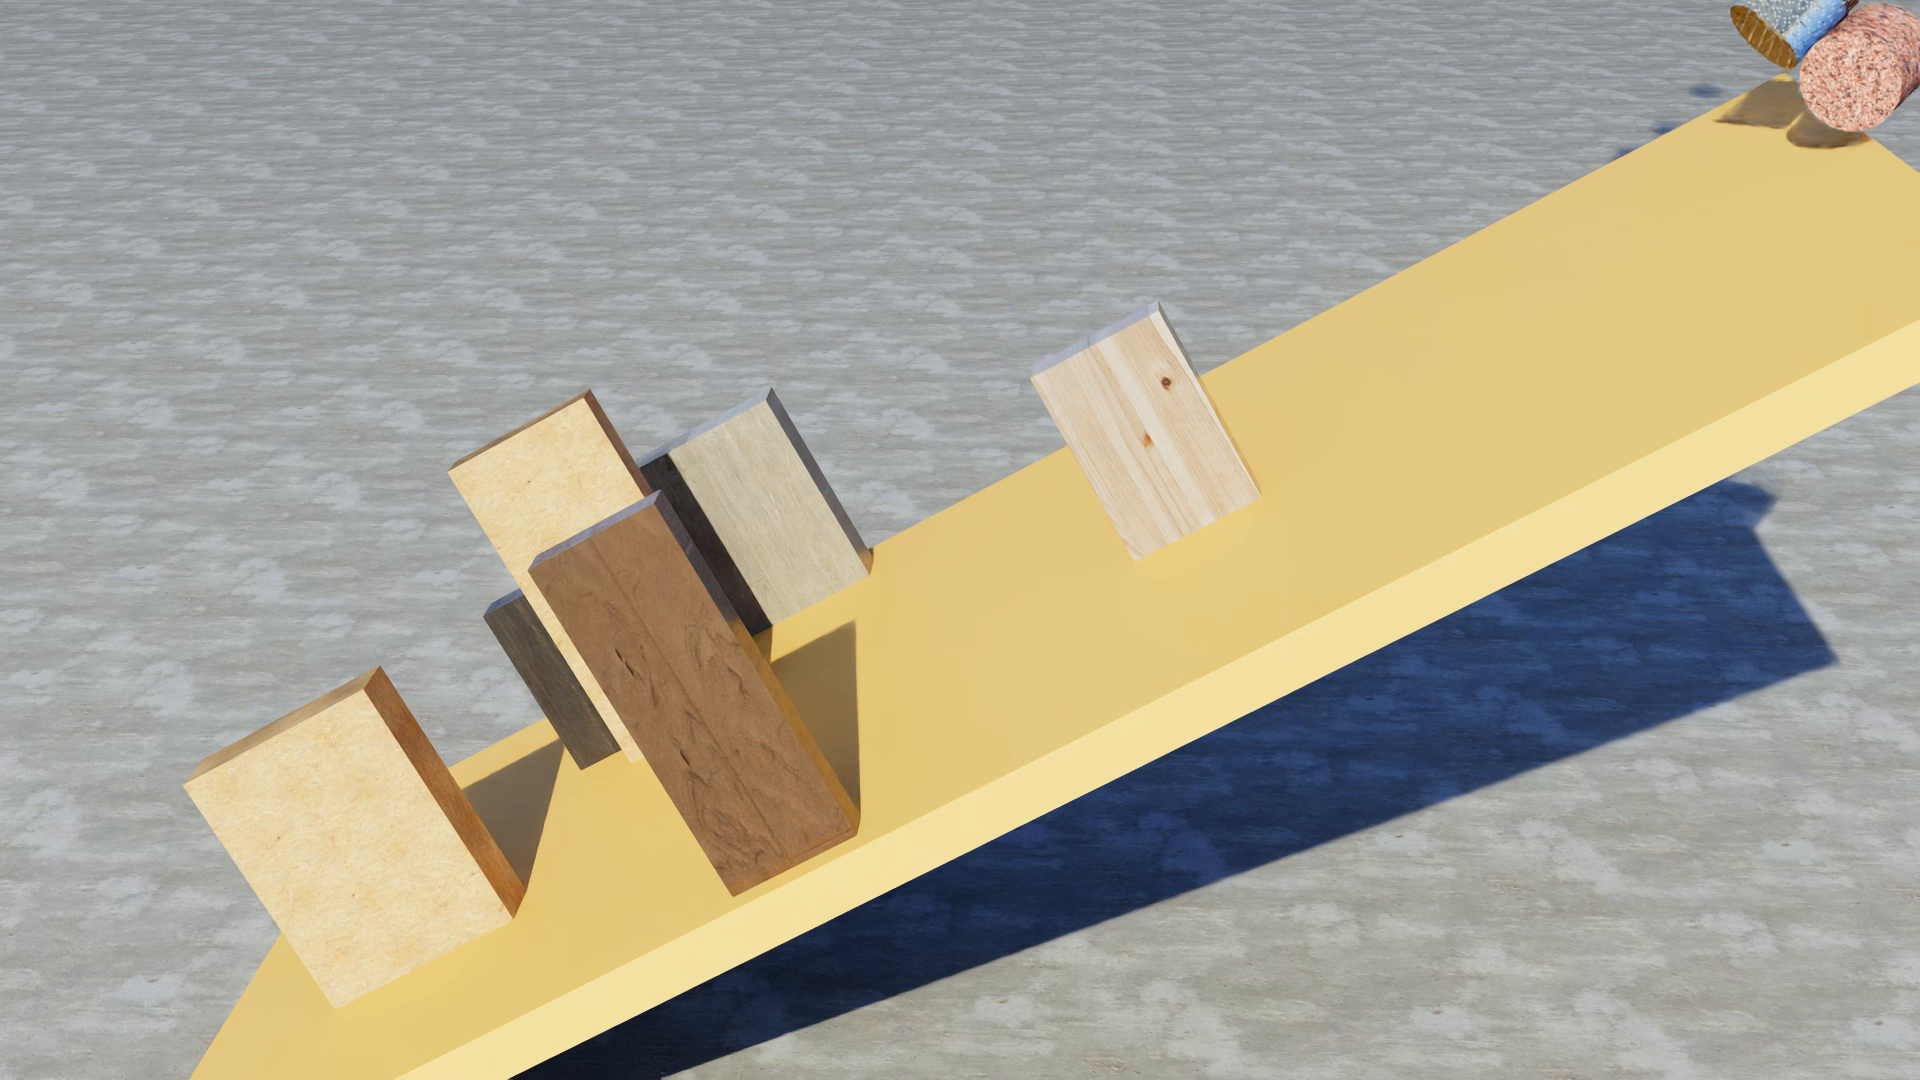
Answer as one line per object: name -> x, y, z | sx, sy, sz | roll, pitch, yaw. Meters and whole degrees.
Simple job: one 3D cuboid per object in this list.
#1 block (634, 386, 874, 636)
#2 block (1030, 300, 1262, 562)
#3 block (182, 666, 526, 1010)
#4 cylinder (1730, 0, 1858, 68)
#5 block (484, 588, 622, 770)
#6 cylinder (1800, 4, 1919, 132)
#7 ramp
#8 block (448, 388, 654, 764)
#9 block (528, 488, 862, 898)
block -> -0.502, -0.055, 7.108 | 0.385, 0.497, 0.122 | -27, 14, 11
block -> 0.381, -0.221, 6.022 | 0.294, 0.445, 0.094 | -27, 14, 11
block -> -1.256, 0.623, 6.130 | 0.446, 0.578, 0.142 | -27, 14, 11
cylinder -> 1.713, -1.097, 6.040 | 0.180, 0.180, 0.180 | -45, 26, -2
block -> -0.827, 0.260, 6.813 | 0.366, 0.433, 0.094 | -27, 14, 11
cylinder -> 1.845, -0.963, 5.990 | 0.207, 0.207, 0.207 | 11, 30, 31
ramp -> 0.142, 0.167, 6.283 | 4.000, 0.100, 2.000 | -27, 14, 11
block -> -0.783, 0.087, 6.592 | 0.356, 0.787, 0.081 | -27, 14, 11
block -> -0.484, 0.288, 5.422 | 0.269, 0.732, 0.089 | -27, 14, 11
